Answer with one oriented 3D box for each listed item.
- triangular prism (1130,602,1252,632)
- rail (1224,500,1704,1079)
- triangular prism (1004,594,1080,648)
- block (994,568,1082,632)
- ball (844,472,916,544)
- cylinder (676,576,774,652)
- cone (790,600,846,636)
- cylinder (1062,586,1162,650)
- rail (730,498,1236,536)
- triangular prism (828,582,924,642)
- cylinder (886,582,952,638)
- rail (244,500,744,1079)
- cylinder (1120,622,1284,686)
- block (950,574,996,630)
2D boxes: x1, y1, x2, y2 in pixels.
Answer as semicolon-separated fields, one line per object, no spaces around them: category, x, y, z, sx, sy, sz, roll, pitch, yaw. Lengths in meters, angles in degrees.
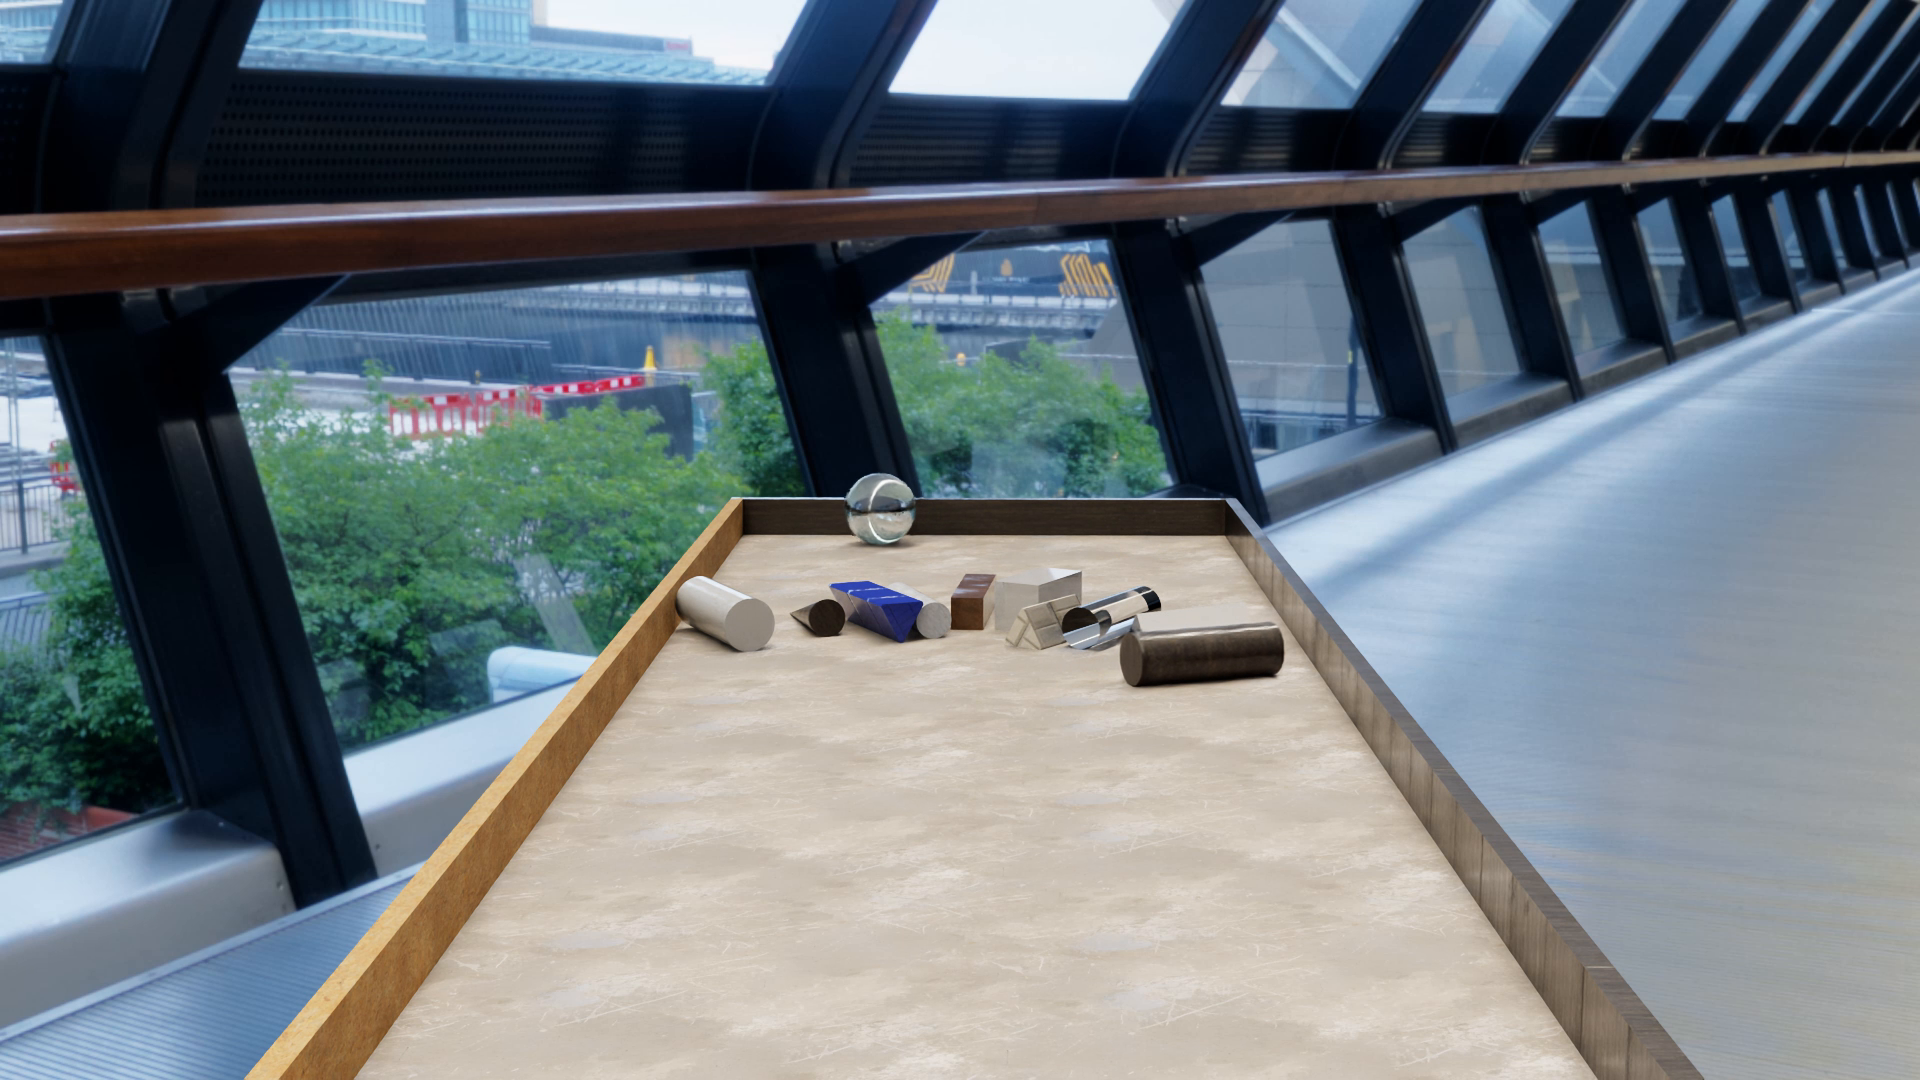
triangular prism;0.745;0.260;7.086;0.426;0.084;0.097;-5;10;-29
rail;1.046;0.843;3.208;0.050;0.150;12.000;0;9;1
triangular prism;0.283;0.254;6.999;0.140;0.121;0.304;6;11;35
block;0.260;0.198;7.250;0.160;0.160;0.314;5;10;29
ball;-0.322;-0.126;8.875;0.290;0.290;0.290;0;9;0
cylinder;-0.752;0.233;7.003;0.169;0.169;0.441;-5;10;-27
cone;-0.502;0.249;7.246;0.121;0.121;0.428;-3;2;-21
cylinder;0.488;0.246;7.028;0.134;0.134;0.438;5;10;30
rail;0.099;-0.098;9.147;2.100;0.150;0.050;0;9;1
triangular prism;-0.292;0.205;7.116;0.126;0.146;0.418;31;-6;-27
cylinder;-0.146;0.228;7.191;0.118;0.118;0.383;-3;10;-19
rail;-1.004;0.839;3.234;0.050;0.150;12.000;0;9;1
cylinder;0.708;0.331;6.427;0.460;0.154;0.154;-3;10;-21
block;0.048;0.205;7.376;0.106;0.106;0.455;1;9;6
